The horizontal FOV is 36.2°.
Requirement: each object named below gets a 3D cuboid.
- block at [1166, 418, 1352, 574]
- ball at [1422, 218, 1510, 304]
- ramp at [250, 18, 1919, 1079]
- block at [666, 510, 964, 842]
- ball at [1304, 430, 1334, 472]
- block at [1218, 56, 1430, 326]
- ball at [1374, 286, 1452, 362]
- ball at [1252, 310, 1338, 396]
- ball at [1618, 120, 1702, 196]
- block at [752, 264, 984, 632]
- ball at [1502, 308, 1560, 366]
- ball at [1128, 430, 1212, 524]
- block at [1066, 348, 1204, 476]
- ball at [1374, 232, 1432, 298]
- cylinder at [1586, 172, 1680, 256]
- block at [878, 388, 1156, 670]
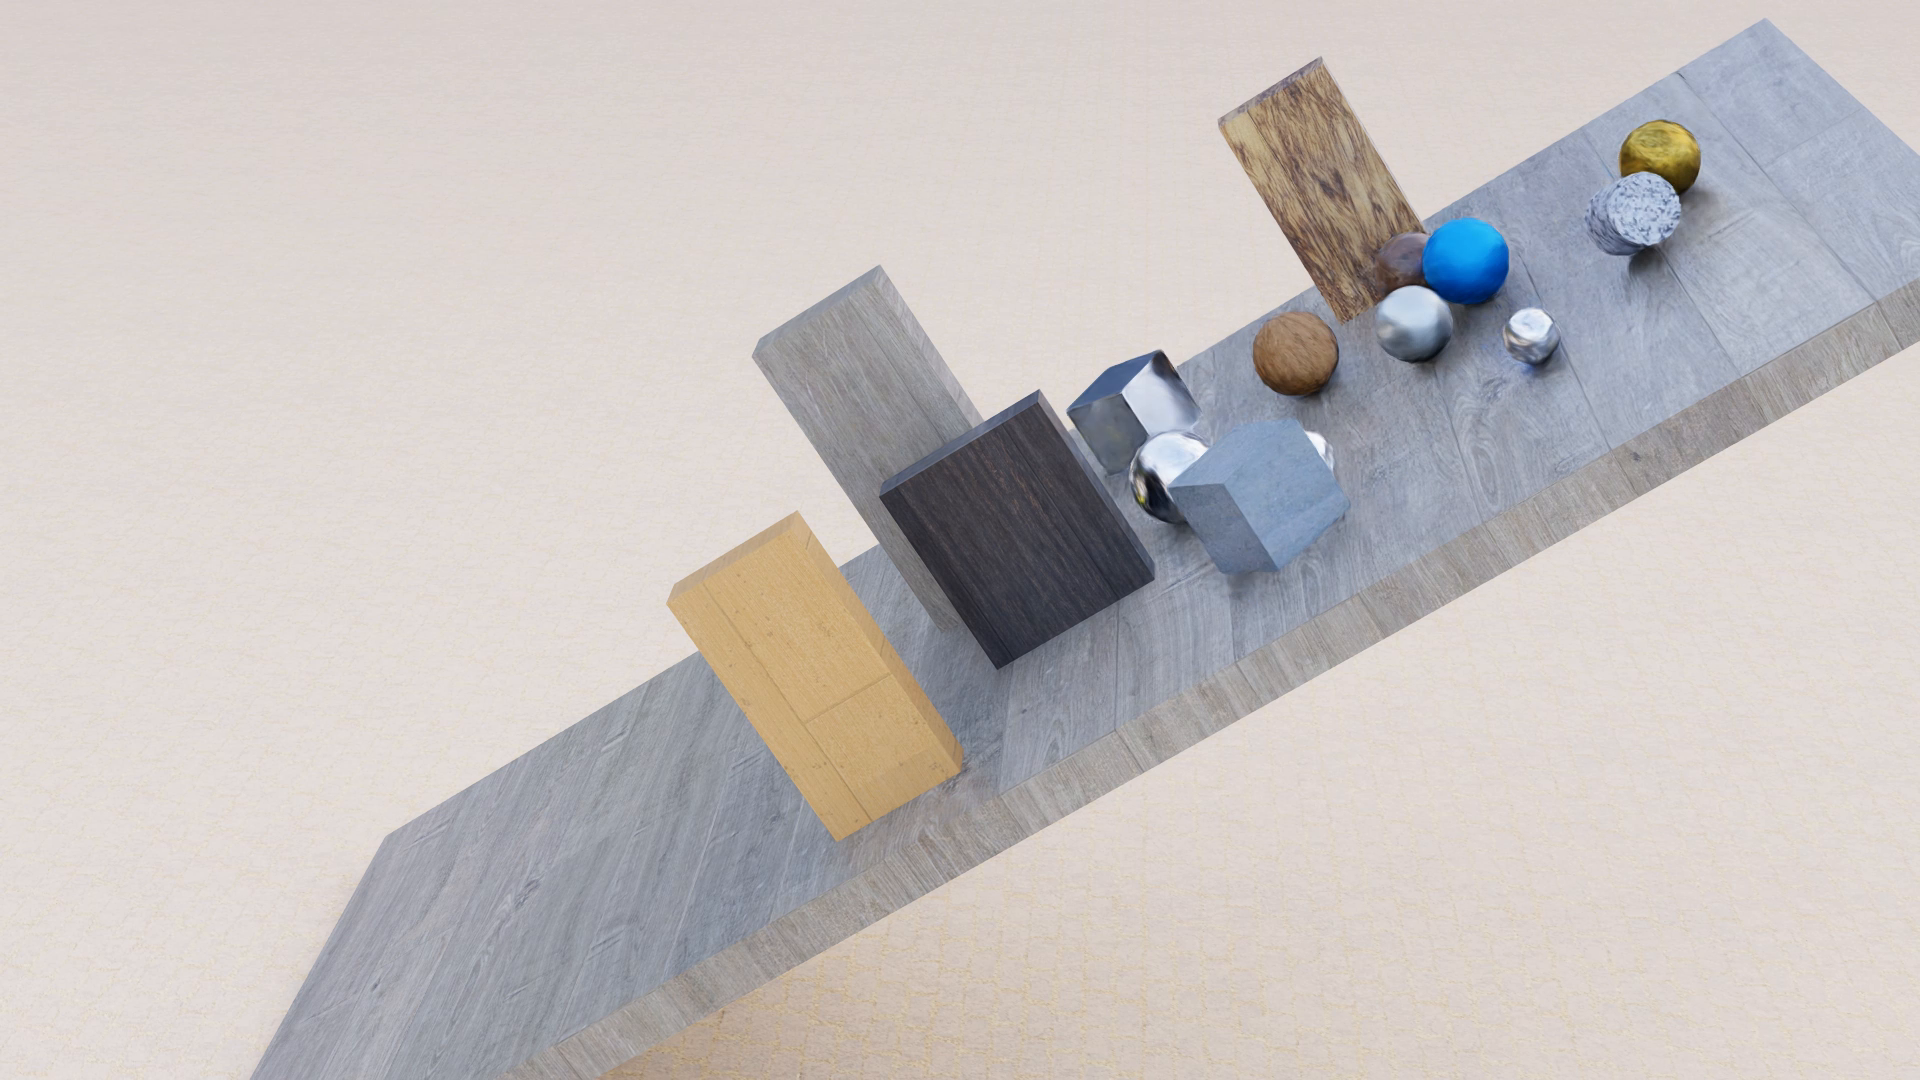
[{"bbox_3d":[0.567,-0.082,5.585,0.205,0.205,0.205,-40,16,-22],"label":"block"},{"bbox_3d":[1.058,-0.583,6.150,0.181,0.181,0.181,0,20,0],"label":"ball"},{"bbox_3d":[0.140,0.170,6.294,4.000,0.100,2.000,-30,15,14],"label":"ramp"},{"bbox_3d":[-0.270,0.261,5.567,0.283,0.574,0.103,-30,15,14],"label":"block"},{"bbox_3d":[0.671,-0.157,5.686,0.107,0.107,0.107,0,20,0],"label":"ball"},{"bbox_3d":[0.828,-0.778,6.566,0.268,0.529,0.103,-30,15,14],"label":"block"},{"bbox_3d":[0.930,-0.443,6.030,0.158,0.158,0.158,0,20,0],"label":"ball"},{"bbox_3d":[0.718,-0.399,6.293,0.184,0.184,0.184,0,20,0],"label":"ball"},{"bbox_3d":[1.427,-0.773,5.997,0.164,0.164,0.164,0,20,0],"label":"ball"},{"bbox_3d":[-0.105,-0.191,6.308,0.311,0.736,0.136,-30,15,14],"label":"block"},{"bbox_3d":[1.090,-0.389,5.617,0.111,0.111,0.111,0,20,0],"label":"ball"},{"bbox_3d":[0.442,-0.130,6.021,0.192,0.192,0.192,0,20,0],"label":"ball"},{"bbox_3d":[0.394,-0.288,6.632,0.182,0.182,0.182,-17,22,48],"label":"block"},{"bbox_3d":[0.976,-0.581,6.344,0.167,0.167,0.167,0,20,0],"label":"ball"},{"bbox_3d":[1.322,-0.640,5.784,0.143,0.143,0.143,-3,-3,-8],"label":"cylinder"},{"bbox_3d":[0.117,-0.019,5.889,0.374,0.436,0.089,-30,15,14],"label":"block"}]
